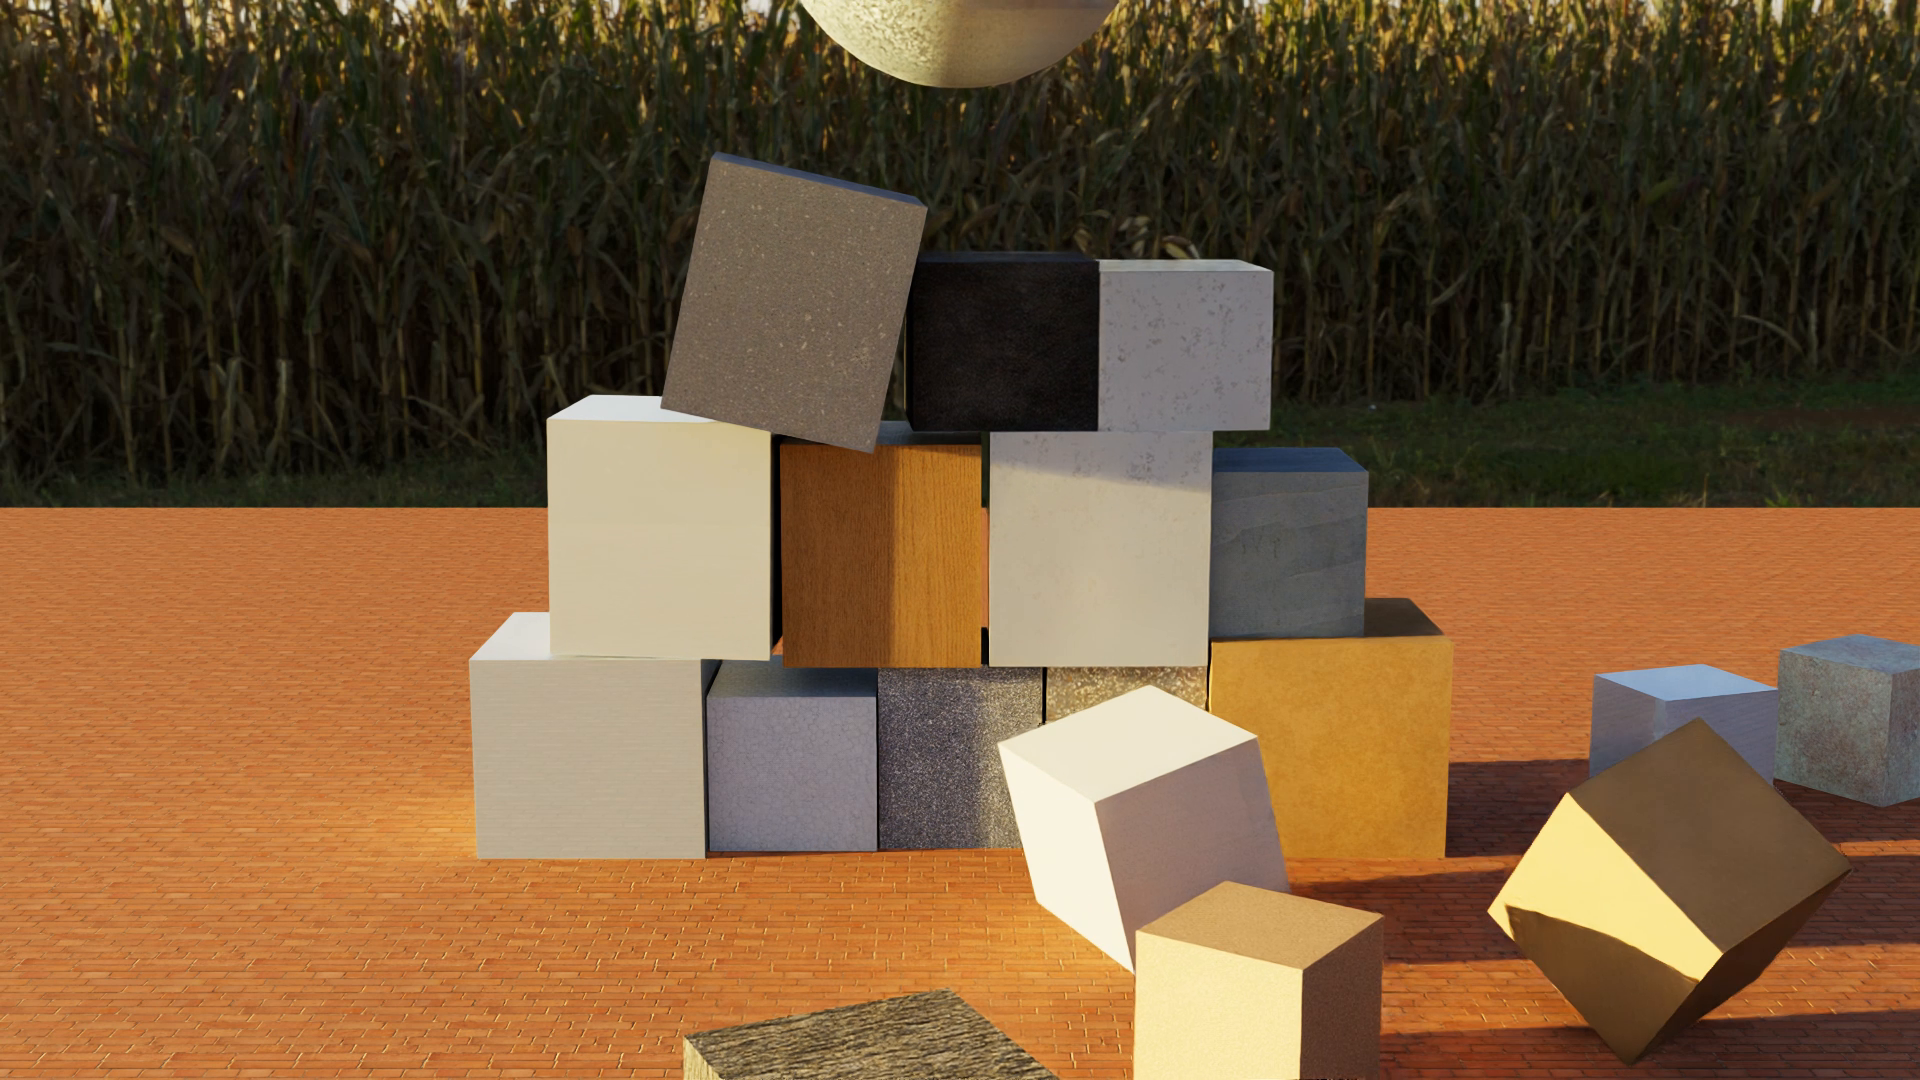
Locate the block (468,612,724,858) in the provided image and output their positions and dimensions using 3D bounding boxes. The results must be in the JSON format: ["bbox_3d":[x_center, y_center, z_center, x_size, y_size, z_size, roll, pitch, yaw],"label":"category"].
[{"bbox_3d":[-1.826,0.983,11.338,1.128,1.009,1.103,0,10,0],"label":"block"}]

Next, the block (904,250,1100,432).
[{"bbox_3d":[0.186,-0.998,10.882,0.884,0.806,0.848,-1,11,-4],"label":"block"}]

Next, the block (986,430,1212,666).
[{"bbox_3d":[0.675,-0.042,11.104,1.065,1.154,0.972,0,11,0],"label":"block"}]

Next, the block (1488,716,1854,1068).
[{"bbox_3d":[2.734,1.357,8.533,0.792,0.816,0.795,-22,57,-31],"label":"block"}]

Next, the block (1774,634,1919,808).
[{"bbox_3d":[5.020,0.980,12.135,0.720,0.731,0.689,-7,12,-34],"label":"block"}]

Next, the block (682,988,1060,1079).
[{"bbox_3d":[-0.258,1.950,6.655,0.903,0.781,0.887,-5,11,-25],"label":"block"}]

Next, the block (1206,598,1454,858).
[{"bbox_3d":[1.816,0.942,11.336,1.174,1.090,1.091,0,10,0],"label":"block"}]

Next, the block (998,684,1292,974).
[{"bbox_3d":[0.817,1.265,9.843,0.805,0.812,0.989,-19,17,-19],"label":"block"}]

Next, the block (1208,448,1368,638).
[{"bbox_3d":[1.600,-0.003,11.193,0.773,0.822,0.877,0,10,0],"label":"block"}]

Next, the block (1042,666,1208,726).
[{"bbox_3d":[0.826,0.994,11.346,0.788,0.974,0.872,0,11,0],"label":"block"}]

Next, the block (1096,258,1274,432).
[{"bbox_3d":[1.045,-0.982,10.923,0.830,0.761,0.890,-1,11,-4],"label":"block"}]

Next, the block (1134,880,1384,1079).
[{"bbox_3d":[1.110,1.737,8.155,0.669,0.665,0.677,7,13,35],"label":"block"}]

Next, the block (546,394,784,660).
[{"bbox_3d":[-1.435,-0.087,11.141,1.079,1.160,1.019,2,10,2],"label":"block"}]

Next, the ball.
[{"bbox_3d":[0.000,-2.684,9.104,1.600,1.600,1.600,0,10,0],"label":"ball"}]

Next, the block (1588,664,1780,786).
[{"bbox_3d":[3.782,1.094,11.530,0.700,0.722,0.597,-4,11,-20],"label":"block"}]

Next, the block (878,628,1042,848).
[{"bbox_3d":[0.001,1.007,11.371,0.813,0.951,0.836,0,10,0],"label":"block"}]

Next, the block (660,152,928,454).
[{"bbox_3d":[-0.811,-1.171,10.649,1.016,1.177,0.950,12,11,-7],"label":"block"}]

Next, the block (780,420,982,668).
[{"bbox_3d":[-0.381,0.000,11.166,0.973,1.103,0.935,0,10,0],"label":"block"}]

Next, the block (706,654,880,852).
[{"bbox_3d":[-0.833,1.085,11.383,0.837,0.793,0.920,0,10,0],"label":"block"}]
